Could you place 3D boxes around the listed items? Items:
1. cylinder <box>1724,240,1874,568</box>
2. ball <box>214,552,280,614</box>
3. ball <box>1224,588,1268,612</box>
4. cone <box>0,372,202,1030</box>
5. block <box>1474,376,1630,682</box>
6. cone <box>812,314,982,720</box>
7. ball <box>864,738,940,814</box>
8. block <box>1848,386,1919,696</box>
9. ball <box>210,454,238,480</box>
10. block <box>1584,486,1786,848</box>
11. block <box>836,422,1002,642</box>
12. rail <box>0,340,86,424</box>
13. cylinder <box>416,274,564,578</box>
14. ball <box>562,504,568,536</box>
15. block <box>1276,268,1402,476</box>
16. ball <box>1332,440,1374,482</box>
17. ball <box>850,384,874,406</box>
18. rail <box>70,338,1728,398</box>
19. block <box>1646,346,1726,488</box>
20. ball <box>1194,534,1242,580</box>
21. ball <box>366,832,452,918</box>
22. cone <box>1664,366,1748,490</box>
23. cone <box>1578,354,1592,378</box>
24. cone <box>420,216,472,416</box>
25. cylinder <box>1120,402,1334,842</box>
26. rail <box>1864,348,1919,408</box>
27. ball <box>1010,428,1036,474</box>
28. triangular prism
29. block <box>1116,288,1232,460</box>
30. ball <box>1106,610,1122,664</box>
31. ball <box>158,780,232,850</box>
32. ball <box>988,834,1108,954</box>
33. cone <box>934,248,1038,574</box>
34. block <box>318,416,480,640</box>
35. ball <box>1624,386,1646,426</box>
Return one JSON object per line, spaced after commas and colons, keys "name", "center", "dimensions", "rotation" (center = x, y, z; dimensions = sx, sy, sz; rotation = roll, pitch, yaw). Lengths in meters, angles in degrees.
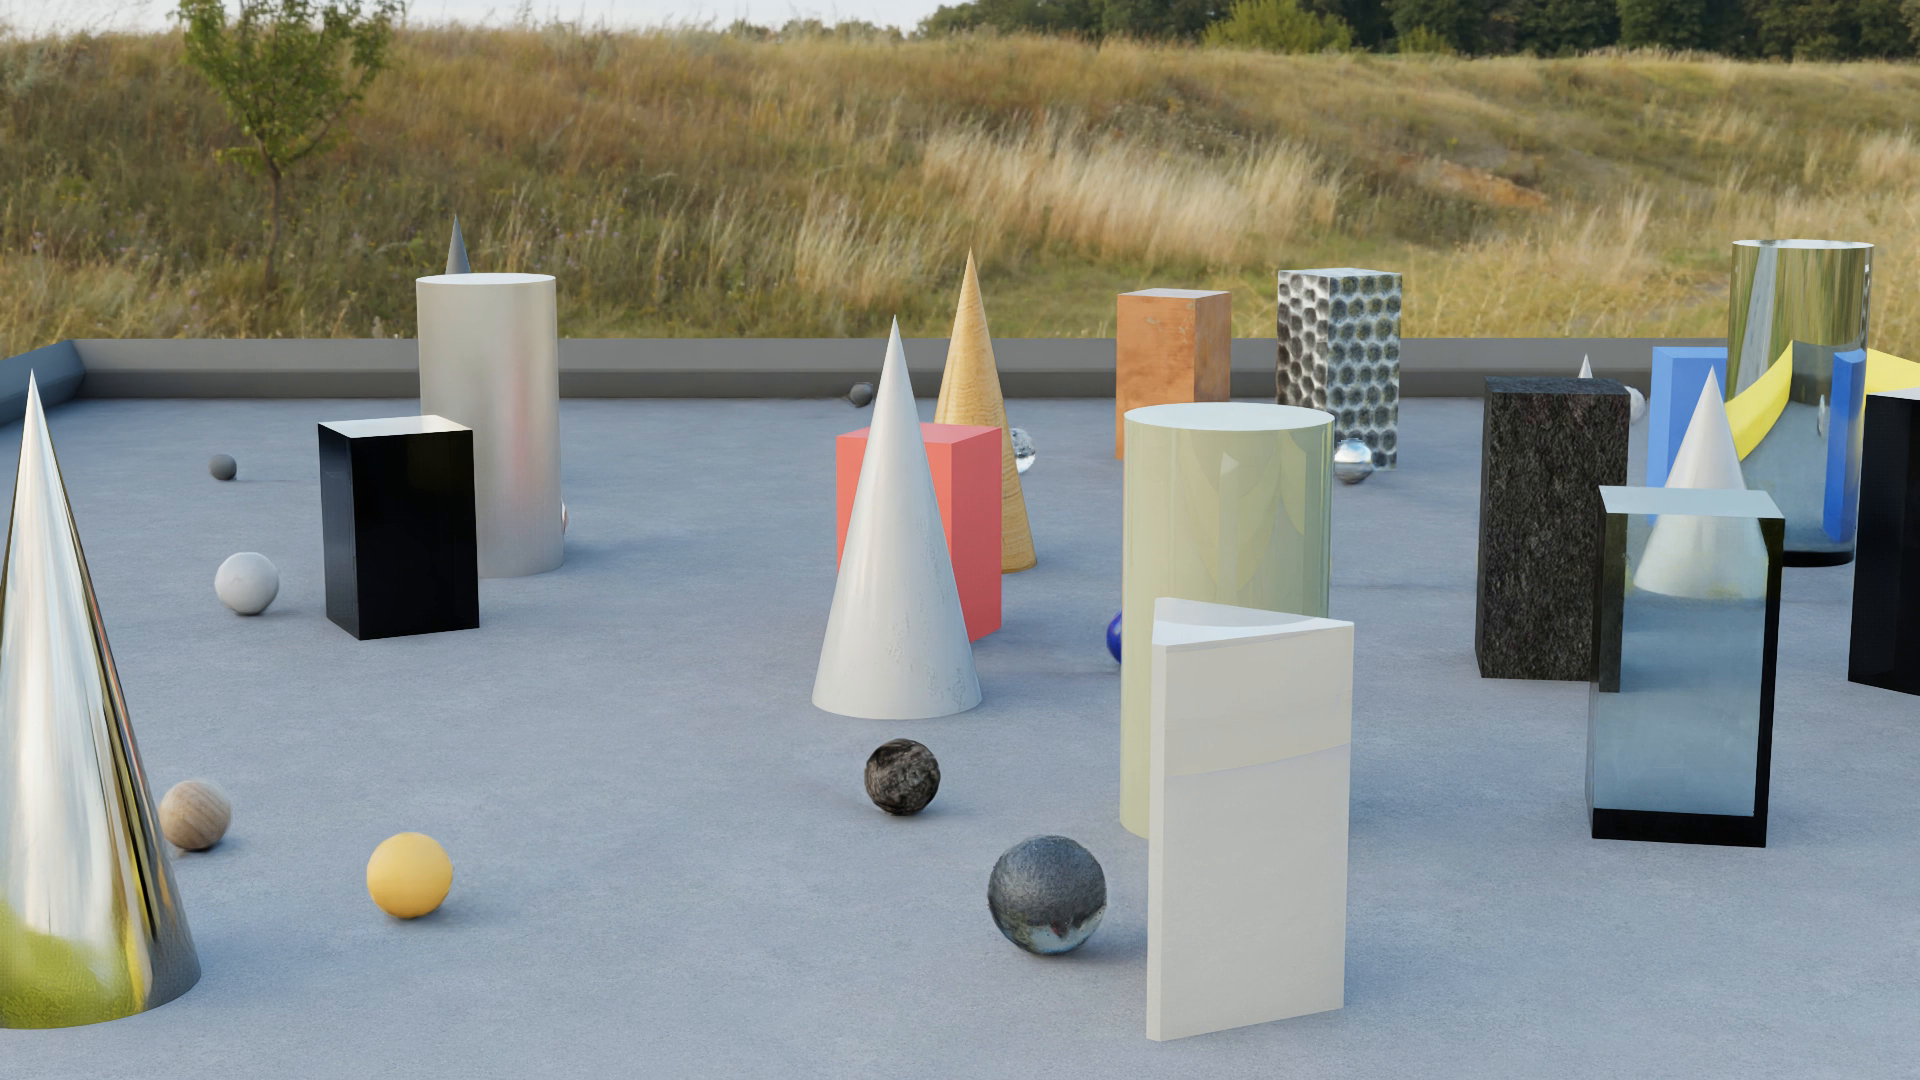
{"name": "cylinder", "center": [1.243, -0.207, 3.826], "dimensions": [0.199, 0.467, 0.199], "rotation": [0, 10, 0]}
{"name": "ball", "center": [-0.957, 0.058, 3.447], "dimensions": [0.084, 0.084, 0.084], "rotation": [0, 10, 0]}
{"name": "ball", "center": [0.373, 0.091, 3.342], "dimensions": [0.057, 0.057, 0.057], "rotation": [0, 10, 0]}
{"name": "cone", "center": [-0.713, 0.113, 2.017], "dimensions": [0.199, 0.496, 0.199], "rotation": [0, 10, 0]}
{"name": "block", "center": [0.719, -0.016, 3.126], "dimensions": [0.159, 0.346, 0.159], "rotation": [2, 11, 8]}
{"name": "cone", "center": [-0.074, -0.036, 2.952], "dimensions": [0.199, 0.449, 0.199], "rotation": [0, 10, 0]}
{"name": "ball", "center": [-0.057, 0.233, 2.525], "dimensions": [0.075, 0.075, 0.075], "rotation": [0, 10, 0]}
{"name": "block", "center": [1.176, 0.001, 3.030], "dimensions": [0.159, 0.346, 0.159], "rotation": [-8, 13, -37]}
{"name": "ball", "center": [-1.309, -0.130, 4.560], "dimensions": [0.048, 0.048, 0.048], "rotation": [0, 10, 0]}
{"name": "block", "center": [0.697, 0.118, 2.482], "dimensions": [0.159, 0.316, 0.159], "rotation": [2, 11, 11]}
{"name": "block", "center": [-0.051, -0.008, 3.304], "dimensions": [0.159, 0.265, 0.159], "rotation": [5, 11, 24]}
{"name": "rail", "center": [-1.933, 0.035, 3.438], "dimensions": [0.045, 0.129, 4.575], "rotation": [0, 10, 0]}
{"name": "cylinder", "center": [-0.686, -0.171, 3.752], "dimensions": [0.199, 0.422, 0.199], "rotation": [0, 10, 0]}
{"name": "ball", "center": [-0.642, -0.031, 3.936], "dimensions": [0.080, 0.080, 0.080], "rotation": [0, 10, 0]}
{"name": "block", "center": [0.689, -0.310, 4.683], "dimensions": [0.159, 0.357, 0.159], "rotation": [-5, 12, -27]}
{"name": "ball", "center": [0.693, -0.138, 4.532], "dimensions": [0.074, 0.074, 0.074], "rotation": [0, 10, 0]}
{"name": "ball", "center": [-0.213, -0.313, 5.545], "dimensions": [0.050, 0.050, 0.050], "rotation": [0, 10, 0]}
{"name": "rail", "center": [-0.013, -0.378, 5.675], "dimensions": [3.913, 0.129, 0.045], "rotation": [0, 10, 0]}
{"name": "block", "center": [1.193, -0.159, 4.084], "dimensions": [0.159, 0.279, 0.159], "rotation": [1, 11, 4]}
{"name": "ball", "center": [0.369, 0.025, 3.671], "dimensions": [0.067, 0.067, 0.067], "rotation": [0, 10, 0]}
{"name": "ball", "center": [-0.476, 0.290, 2.220], "dimensions": [0.074, 0.074, 0.074], "rotation": [0, 10, 0]}
{"name": "cone", "center": [1.068, -0.097, 3.668], "dimensions": [0.199, 0.308, 0.199], "rotation": [0, 10, 0]}
{"name": "cone", "center": [0.833, -0.077, 3.442], "dimensions": [0.199, 0.351, 0.199], "rotation": [0, 10, 0]}
{"name": "cone", "center": [-0.873, -0.334, 4.485], "dimensions": [0.199, 0.477, 0.199], "rotation": [0, 10, 0]}
{"name": "cylinder", "center": [0.255, 0.078, 2.473], "dimensions": [0.199, 0.398, 0.199], "rotation": [0, 10, 0]}
{"name": "rail", "center": [1.933, 0.031, 3.460], "dimensions": [0.045, 0.129, 4.575], "rotation": [0, 10, 0]}
{"name": "ball", "center": [0.095, -0.160, 4.628], "dimensions": [0.084, 0.084, 0.084], "rotation": [0, 10, 0]}
{"name": "triangular prism", "center": [0.192, 0.209, 2.017], "dimensions": [0.172, 0.307, 0.149], "rotation": [-5, 12, -25]}
{"name": "block", "center": [0.400, -0.308, 4.809], "dimensions": [0.159, 0.309, 0.159], "rotation": [6, 12, 30]}
{"name": "ball", "center": [0.218, 0.119, 3.128], "dimensions": [0.080, 0.080, 0.080], "rotation": [0, 10, 0]}
{"name": "ball", "center": [-0.719, 0.258, 2.411], "dimensions": [0.067, 0.067, 0.067], "rotation": [0, 10, 0]}
{"name": "ball", "center": [0.072, 0.294, 2.128], "dimensions": [0.100, 0.100, 0.100], "rotation": [0, 10, 0]}
{"name": "cone", "center": [0.015, -0.196, 3.765], "dimensions": [0.199, 0.468, 0.199], "rotation": [0, 10, 0]}
{"name": "block", "center": [-0.738, -0.020, 3.373], "dimensions": [0.159, 0.263, 0.159], "rotation": [-6, 12, -28]}
{"name": "ball", "center": [1.355, -0.272, 5.233], "dimensions": [0.083, 0.083, 0.083], "rotation": [0, 10, 0]}
